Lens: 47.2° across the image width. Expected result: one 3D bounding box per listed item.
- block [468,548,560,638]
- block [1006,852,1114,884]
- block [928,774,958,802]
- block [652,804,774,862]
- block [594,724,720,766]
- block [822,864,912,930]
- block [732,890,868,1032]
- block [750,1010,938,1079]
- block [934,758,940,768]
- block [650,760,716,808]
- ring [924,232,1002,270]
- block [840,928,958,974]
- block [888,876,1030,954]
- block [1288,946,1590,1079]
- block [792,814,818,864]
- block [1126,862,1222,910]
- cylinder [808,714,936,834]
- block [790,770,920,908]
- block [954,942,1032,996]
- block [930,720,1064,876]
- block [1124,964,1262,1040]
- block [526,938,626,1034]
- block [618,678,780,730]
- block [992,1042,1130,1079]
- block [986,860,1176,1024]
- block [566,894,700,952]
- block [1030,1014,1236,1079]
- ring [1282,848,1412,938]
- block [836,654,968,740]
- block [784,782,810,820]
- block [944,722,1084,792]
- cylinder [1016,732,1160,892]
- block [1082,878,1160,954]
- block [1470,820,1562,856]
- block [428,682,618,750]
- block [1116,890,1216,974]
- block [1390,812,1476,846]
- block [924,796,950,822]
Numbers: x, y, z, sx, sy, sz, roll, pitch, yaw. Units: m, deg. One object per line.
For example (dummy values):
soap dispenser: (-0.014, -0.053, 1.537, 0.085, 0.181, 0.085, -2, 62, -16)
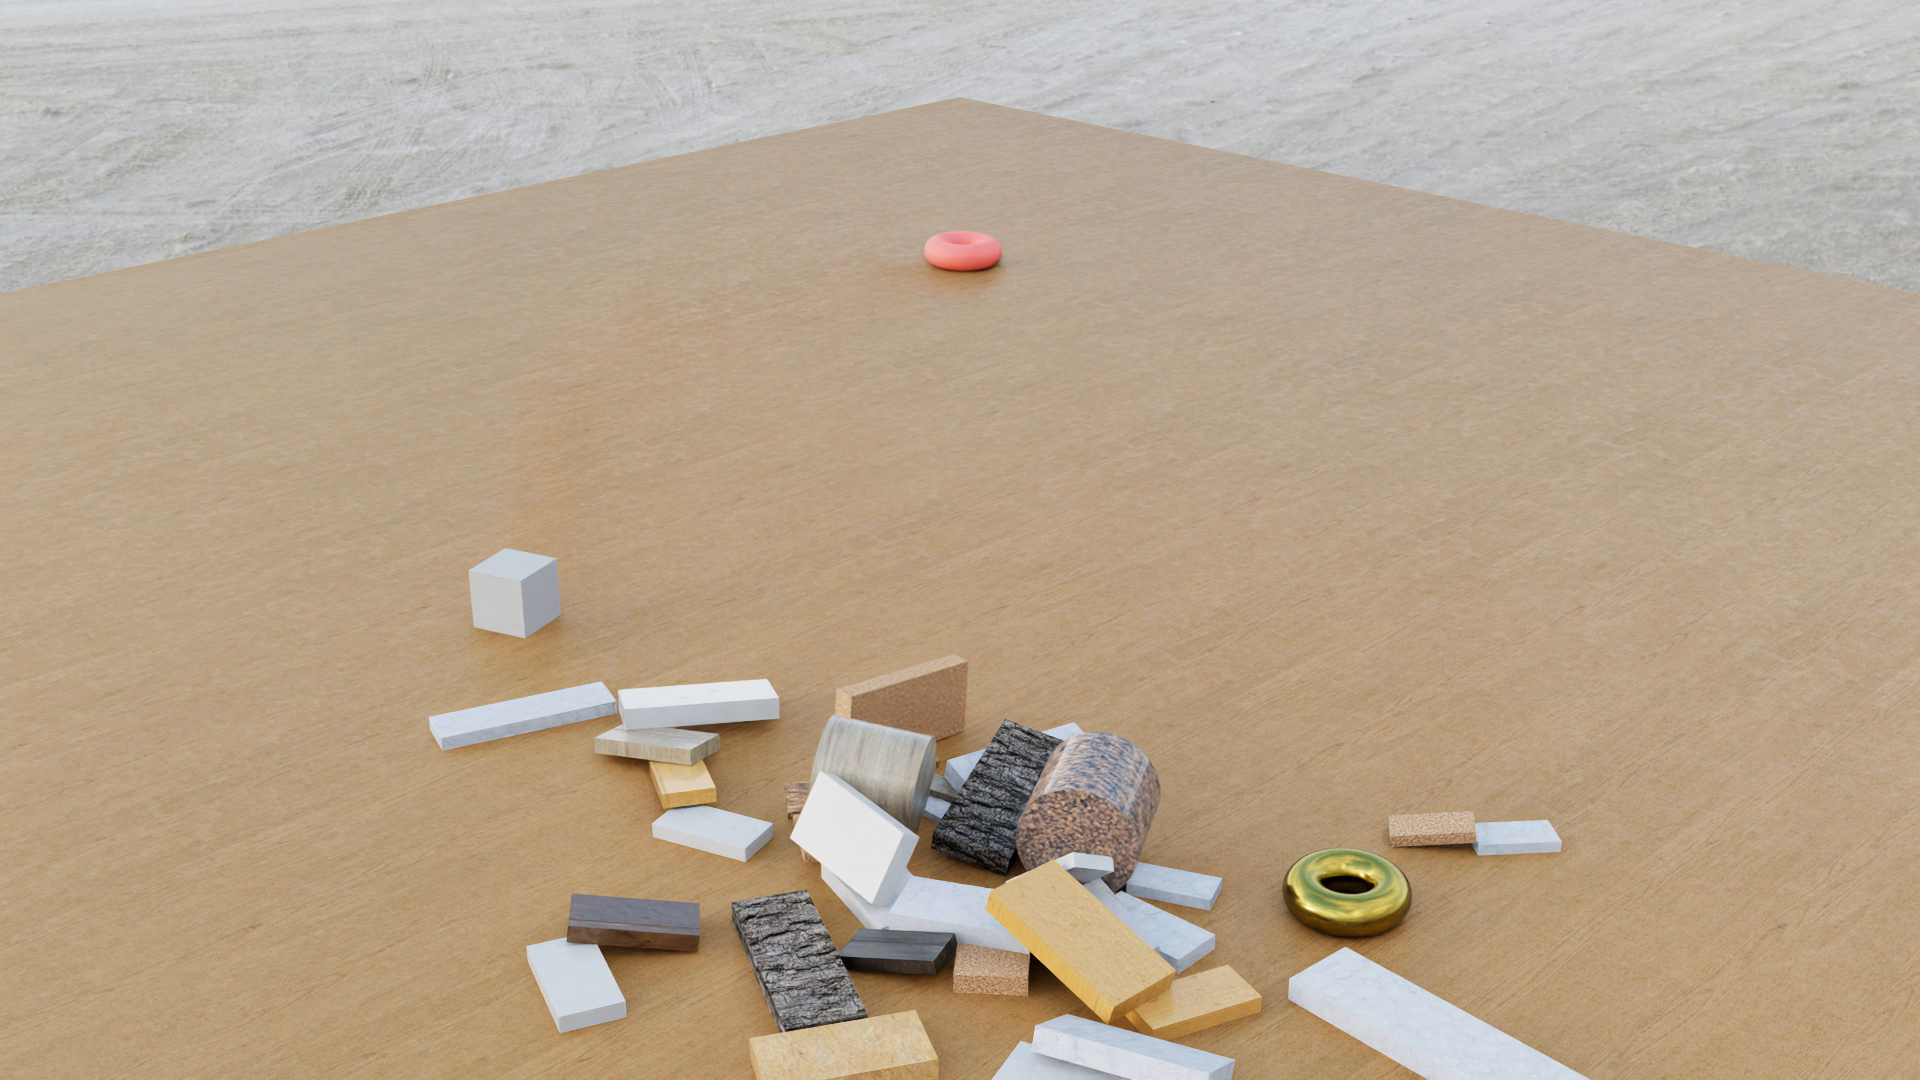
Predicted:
block: (-1.066, 0.126, 5.273, 0.148, 0.148, 0.148, 10, 25, 23)
block: (0.184, 0.623, 4.068, 0.096, 0.027, 0.193, 13, -31, -37)
block: (-0.007, 0.515, 4.492, 0.109, 0.015, 0.054, 17, 32, 8)
block: (-0.490, 0.576, 4.364, 0.215, 0.030, 0.108, 11, 25, 24)
block: (-0.640, 0.430, 4.650, 0.236, 0.033, 0.118, 4, 13, 25)
block: (-0.146, 0.666, 4.144, 0.132, 0.037, 0.264, -12, 26, -26)
block: (-0.291, 0.758, 3.921, 0.144, 0.041, 0.415, -7, 24, -17)
block: (-0.195, 0.865, 3.669, 0.289, 0.041, 0.144, -7, 24, -15)
block: (-0.098, 0.477, 4.617, 0.109, 0.015, 0.054, -21, 30, -40)
block: (-0.569, 0.495, 4.508, 0.108, 0.030, 0.215, -6, 14, -14)
ring: (0.012, -1.075, 8.175, 0.289, 0.096, 0.289, 1, 23, 0)
block: (-0.112, 0.737, 3.942, 0.193, 0.027, 0.096, -2, 20, 25)
block: (0.017, 0.682, 4.010, 0.264, 0.037, 0.132, 7, 24, 15)
block: (0.814, 0.848, 3.707, 0.151, 0.043, 0.551, -19, 29, -37)
block: (-0.281, 0.586, 4.351, 0.076, 0.022, 0.153, -5, 23, -12)
block: (0.407, 0.658, 4.180, 0.166, 0.023, 0.083, 8, 24, 19)
cylinder: (-0.173, 0.469, 4.364, 0.206, 0.206, 0.206, 11, 25, 9)
block: (-0.202, 0.562, 4.154, 0.041, 0.144, 0.289, 21, 5, -41)
block: (0.064, 0.732, 3.989, 0.132, 0.037, 0.264, 2, 23, 4)
block: (0.091, 0.509, 4.390, 0.158, 0.045, 0.389, 19, 36, 13)
block: (0.402, 0.806, 3.822, 0.219, 0.031, 0.109, -11, 25, -24)
block: (-0.678, 0.779, 3.882, 0.118, 0.033, 0.236, -10, 25, -21)
block: (-0.572, 0.358, 4.799, 0.331, 0.047, 0.166, -3, 11, -13)
block: (0.205, 0.909, 3.564, 0.301, 0.043, 0.151, 10, 25, 23)
block: (0.210, 0.701, 3.860, 0.158, 0.045, 0.316, -20, 46, -39)
block: (-0.595, 0.699, 4.018, 0.236, 0.033, 0.118, 6, 19, -9)
block: (0.286, 0.850, 3.626, 0.301, 0.043, 0.151, 10, 0, 23)
ring: (0.723, 0.658, 4.110, 0.240, 0.080, 0.240, -1, 24, 1)
block: (-0.123, 0.362, 4.660, 0.331, 0.166, 0.047, -14, 26, -41)
block: (-0.277, 0.524, 4.464, 0.153, 0.022, 0.076, -4, 44, -9)
block: (0.145, 0.478, 4.525, 0.316, 0.045, 0.158, -14, 41, -30)
cylinder: (0.249, 0.527, 4.220, 0.235, 0.235, 0.235, 6, 24, 14)
block: (0.261, 0.708, 3.991, 0.109, 0.031, 0.219, -24, 36, -16)
block: (1.093, 0.588, 4.345, 0.166, 0.023, 0.083, -2, 23, -5)
block: (-0.955, 0.384, 4.817, 0.390, 0.030, 0.108, -11, 25, -24)
block: (0.346, 0.718, 4.030, 0.219, 0.031, 0.109, 20, 30, 39)
block: (0.934, 0.572, 4.351, 0.166, 0.023, 0.083, -5, 22, 12)
block: (-0.036, 0.550, 4.444, 0.054, 0.015, 0.109, -21, 30, -40)
